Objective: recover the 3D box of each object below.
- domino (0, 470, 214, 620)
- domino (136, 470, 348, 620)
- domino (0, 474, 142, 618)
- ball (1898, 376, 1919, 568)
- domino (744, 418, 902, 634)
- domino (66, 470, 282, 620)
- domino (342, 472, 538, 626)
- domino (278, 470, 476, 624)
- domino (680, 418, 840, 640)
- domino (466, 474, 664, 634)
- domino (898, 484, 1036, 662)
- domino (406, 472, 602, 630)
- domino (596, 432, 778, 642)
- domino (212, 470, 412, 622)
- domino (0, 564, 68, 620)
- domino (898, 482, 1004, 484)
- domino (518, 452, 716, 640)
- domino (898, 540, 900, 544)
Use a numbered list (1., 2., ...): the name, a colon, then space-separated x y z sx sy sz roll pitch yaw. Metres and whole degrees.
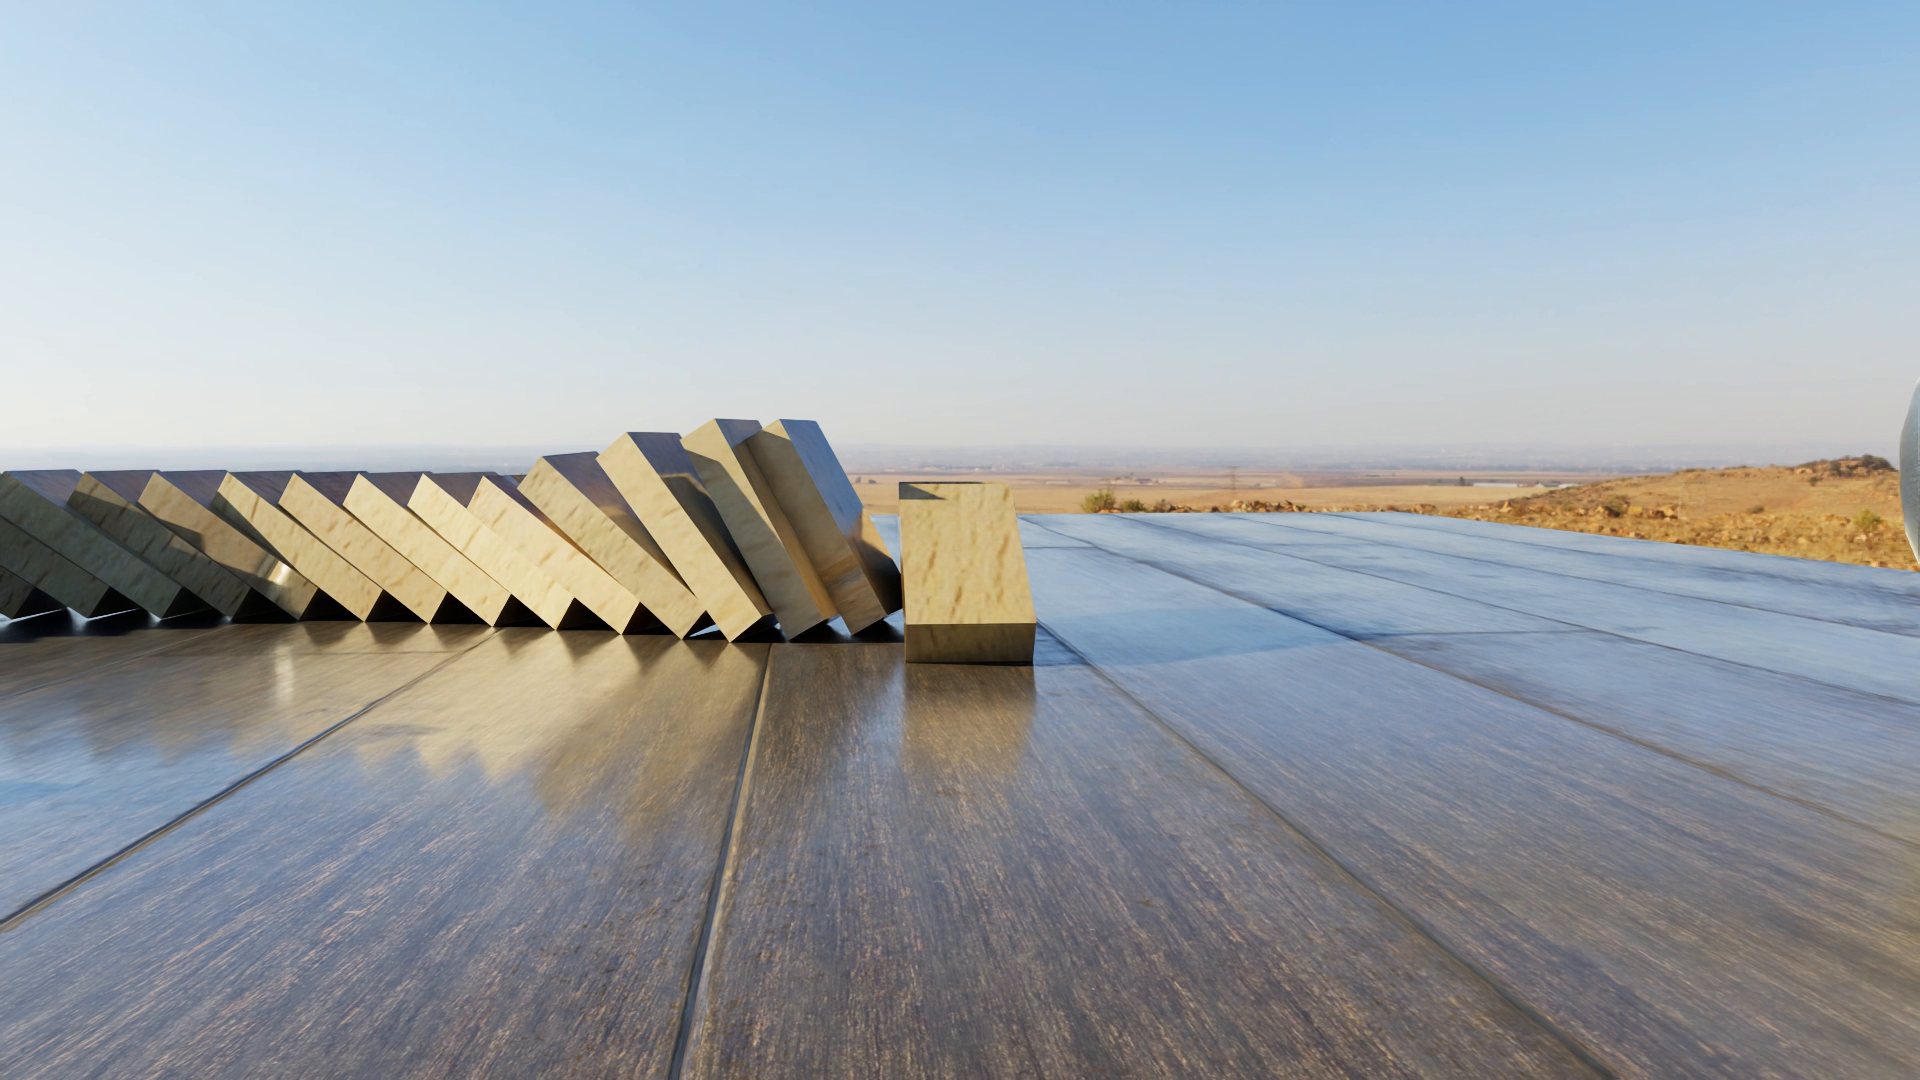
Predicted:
1. domino: -0.212 0.000 0.322 0.050 0.009 0.025 34 3 -2
2. domino: -0.176 0.000 0.323 0.050 0.009 0.025 34 8 4
3. domino: -0.230 0.000 0.320 0.050 0.009 0.025 34 1 -5
4. ball: 0.169 -0.010 0.164 0.080 0.080 0.080 0 4 0
5. domino: -0.029 -0.004 0.298 0.009 0.050 0.025 -30 -3 13
6. domino: -0.193 0.000 0.324 0.050 0.009 0.025 34 7 2
7. domino: -0.123 0.001 0.315 0.050 0.009 0.025 35 13 12
8. domino: -0.140 0.001 0.319 0.050 0.010 0.025 35 12 10
9. domino: -0.042 -0.003 0.291 0.009 0.050 0.025 -30 -3 14
10. domino: -0.089 0.002 0.303 0.050 0.009 0.025 35 15 14
11. domino: 0.000 0.006 0.269 0.025 0.009 0.050 0 35 -5
12. domino: -0.105 0.002 0.310 0.050 0.009 0.025 36 15 14
13. domino: -0.058 -0.002 0.288 0.010 0.050 0.025 -38 -5 14
14. domino: -0.158 0.001 0.322 0.050 0.010 0.025 35 10 8
15. domino: -0.247 0.001 0.316 0.050 0.010 0.025 34 -2 -9
16. domino: -0.001 0.004 0.287 0.025 0.010 0.050 0 35 -5
17. domino: -0.074 0.000 0.292 0.050 0.009 0.025 42 13 5
18. domino: -0.002 0.004 0.307 0.025 0.010 0.050 0 32 -5
